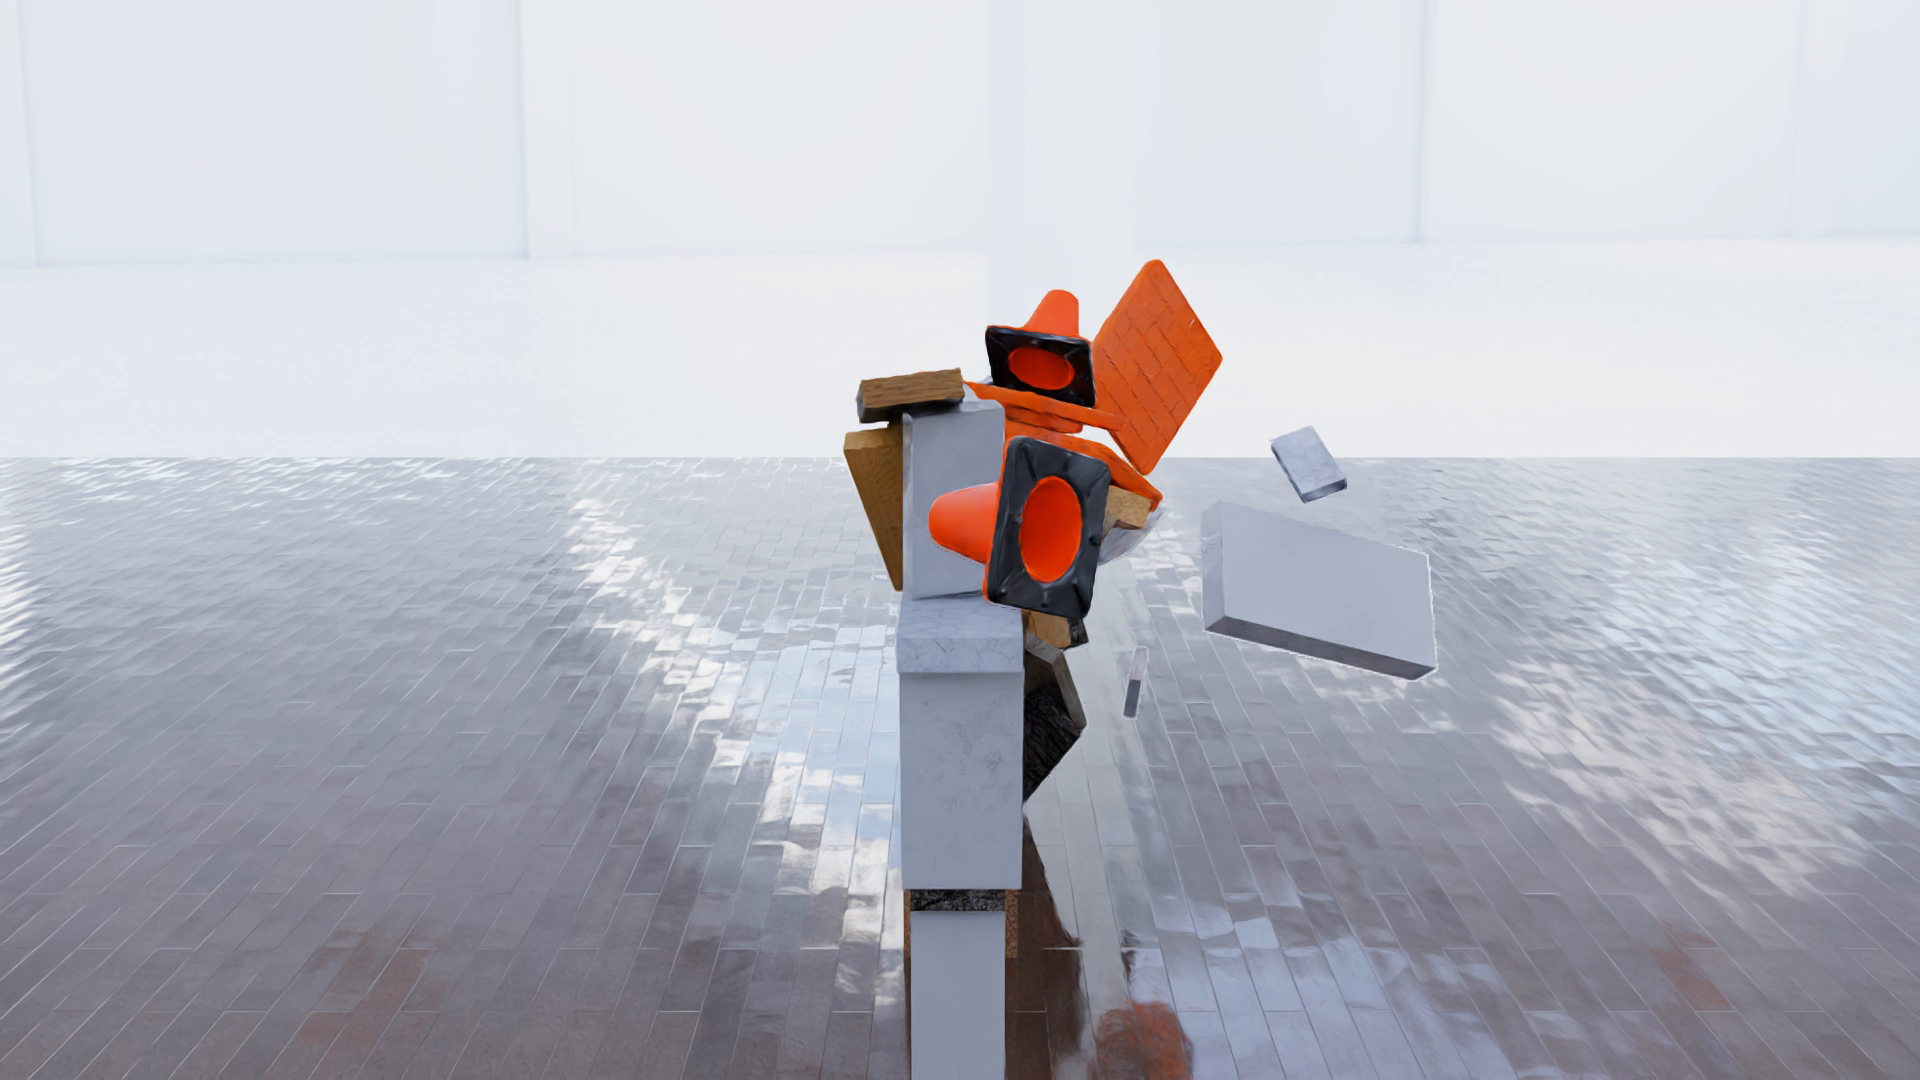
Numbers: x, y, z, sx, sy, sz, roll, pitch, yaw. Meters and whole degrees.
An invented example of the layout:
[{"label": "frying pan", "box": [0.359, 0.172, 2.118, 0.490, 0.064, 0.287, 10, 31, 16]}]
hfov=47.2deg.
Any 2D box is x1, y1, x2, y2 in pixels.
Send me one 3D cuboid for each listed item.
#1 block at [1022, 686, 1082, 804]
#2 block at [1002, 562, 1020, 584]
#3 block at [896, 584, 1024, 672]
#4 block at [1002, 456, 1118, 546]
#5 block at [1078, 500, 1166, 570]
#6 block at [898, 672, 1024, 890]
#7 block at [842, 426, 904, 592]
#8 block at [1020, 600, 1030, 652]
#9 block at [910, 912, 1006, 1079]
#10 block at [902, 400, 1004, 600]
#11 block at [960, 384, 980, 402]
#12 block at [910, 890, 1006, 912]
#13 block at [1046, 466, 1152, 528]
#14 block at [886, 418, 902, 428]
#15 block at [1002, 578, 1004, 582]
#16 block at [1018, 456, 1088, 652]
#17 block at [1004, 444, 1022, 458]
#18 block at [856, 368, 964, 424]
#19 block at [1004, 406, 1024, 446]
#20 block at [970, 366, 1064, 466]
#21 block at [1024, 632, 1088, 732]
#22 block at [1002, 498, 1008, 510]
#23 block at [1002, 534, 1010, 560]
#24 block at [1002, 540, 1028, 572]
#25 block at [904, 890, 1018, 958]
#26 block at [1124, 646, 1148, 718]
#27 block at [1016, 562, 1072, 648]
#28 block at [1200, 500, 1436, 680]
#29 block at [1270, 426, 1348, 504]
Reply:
[{"label": "block", "box": [0.121, 0.380, 3.983, 0.032, 0.113, 0.348, -35, -12, -28]}, {"label": "block", "box": [0.018, 0.124, 3.680, 0.132, 0.386, 0.037, 11, 47, 3]}, {"label": "block", "box": [0.001, 0.111, 2.853, 0.156, 0.044, 0.312, 0, 11, 0]}, {"label": "block", "box": [0.092, -0.054, 3.201, 0.159, 0.045, 0.319, 34, -11, -17]}, {"label": "block", "box": [0.293, -0.011, 3.947, 0.032, 0.114, 0.228, 46, 19, 9]}, {"label": "block", "box": [0.002, 0.301, 2.822, 0.156, 0.312, 0.044, 0, 21, 0]}, {"label": "block", "box": [-0.060, -0.042, 2.990, 0.127, 0.272, 0.036, -6, 44, 13]}, {"label": "block", "box": [0.059, 0.170, 3.793, 0.113, 0.226, 0.032, 35, 52, 26]}, {"label": "block", "box": [-0.003, 0.600, 2.937, 0.124, 0.248, 0.035, 0, 11, 0]}, {"label": "block", "box": [-0.009, -0.053, 2.891, 0.127, 0.254, 0.036, -8, 24, -19]}, {"label": "block", "box": [0.017, -0.133, 3.056, 0.021, 0.151, 0.076, -12, 25, -10]}, {"label": "block", "box": [-0.003, 0.445, 2.993, 0.124, 0.035, 0.248, 0, 11, 0]}, {"label": "block", "box": [0.149, -0.063, 3.357, 0.159, 0.045, 0.319, 18, -6, -20]}, {"label": "block", "box": [-0.052, -0.115, 2.975, 0.057, 0.113, 0.016, 20, 61, 45]}, {"label": "block", "box": [-0.004, 0.113, 3.499, 0.132, 0.037, 0.264, 0, -30, -2]}, {"label": "block", "box": [0.127, 0.034, 3.909, 0.114, 0.347, 0.032, -18, 6, -16]}, {"label": "block", "box": [0.024, -0.010, 4.111, 0.168, 0.337, 0.048, -4, 28, -10]}, {"label": "block", "box": [-0.068, -0.187, 2.889, 0.127, 0.036, 0.254, -8, -1, -4]}, {"label": "block", "box": [0.022, -0.185, 4.165, 0.168, 0.048, 0.337, -3, -10, -4]}, {"label": "block", "box": [0.110, -0.243, 4.602, 0.114, 0.228, 0.032, -28, 26, 13]}, {"label": "block", "box": [0.150, 0.248, 3.869, 0.113, 0.226, 0.032, 28, 64, 34]}, {"label": "block", "box": [0.019, -0.057, 3.204, 0.076, 0.021, 0.151, 32, -10, -4]}, {"label": "block", "box": [-0.006, 0.006, 3.234, 0.124, 0.035, 0.248, 0, -3, 10]}, {"label": "block", "box": [0.052, -0.029, 3.486, 0.132, 0.037, 0.264, 25, 18, 3]}, {"label": "block", "box": [0.001, 0.465, 3.380, 0.175, 0.350, 0.050, 0, 9, 0]}, {"label": "block", "box": [0.321, 0.260, 4.027, 0.021, 0.075, 0.149, 10, 21, 6]}, {"label": "block", "box": [0.146, 0.118, 3.868, 0.075, 0.149, 0.021, -11, 9, 2]}, {"label": "block", "box": [0.453, 0.065, 2.775, 0.319, 0.159, 0.045, 14, -29, -24]}, {"label": "block", "box": [0.564, -0.124, 3.564, 0.075, 0.021, 0.149, -20, 41, -1]}]
